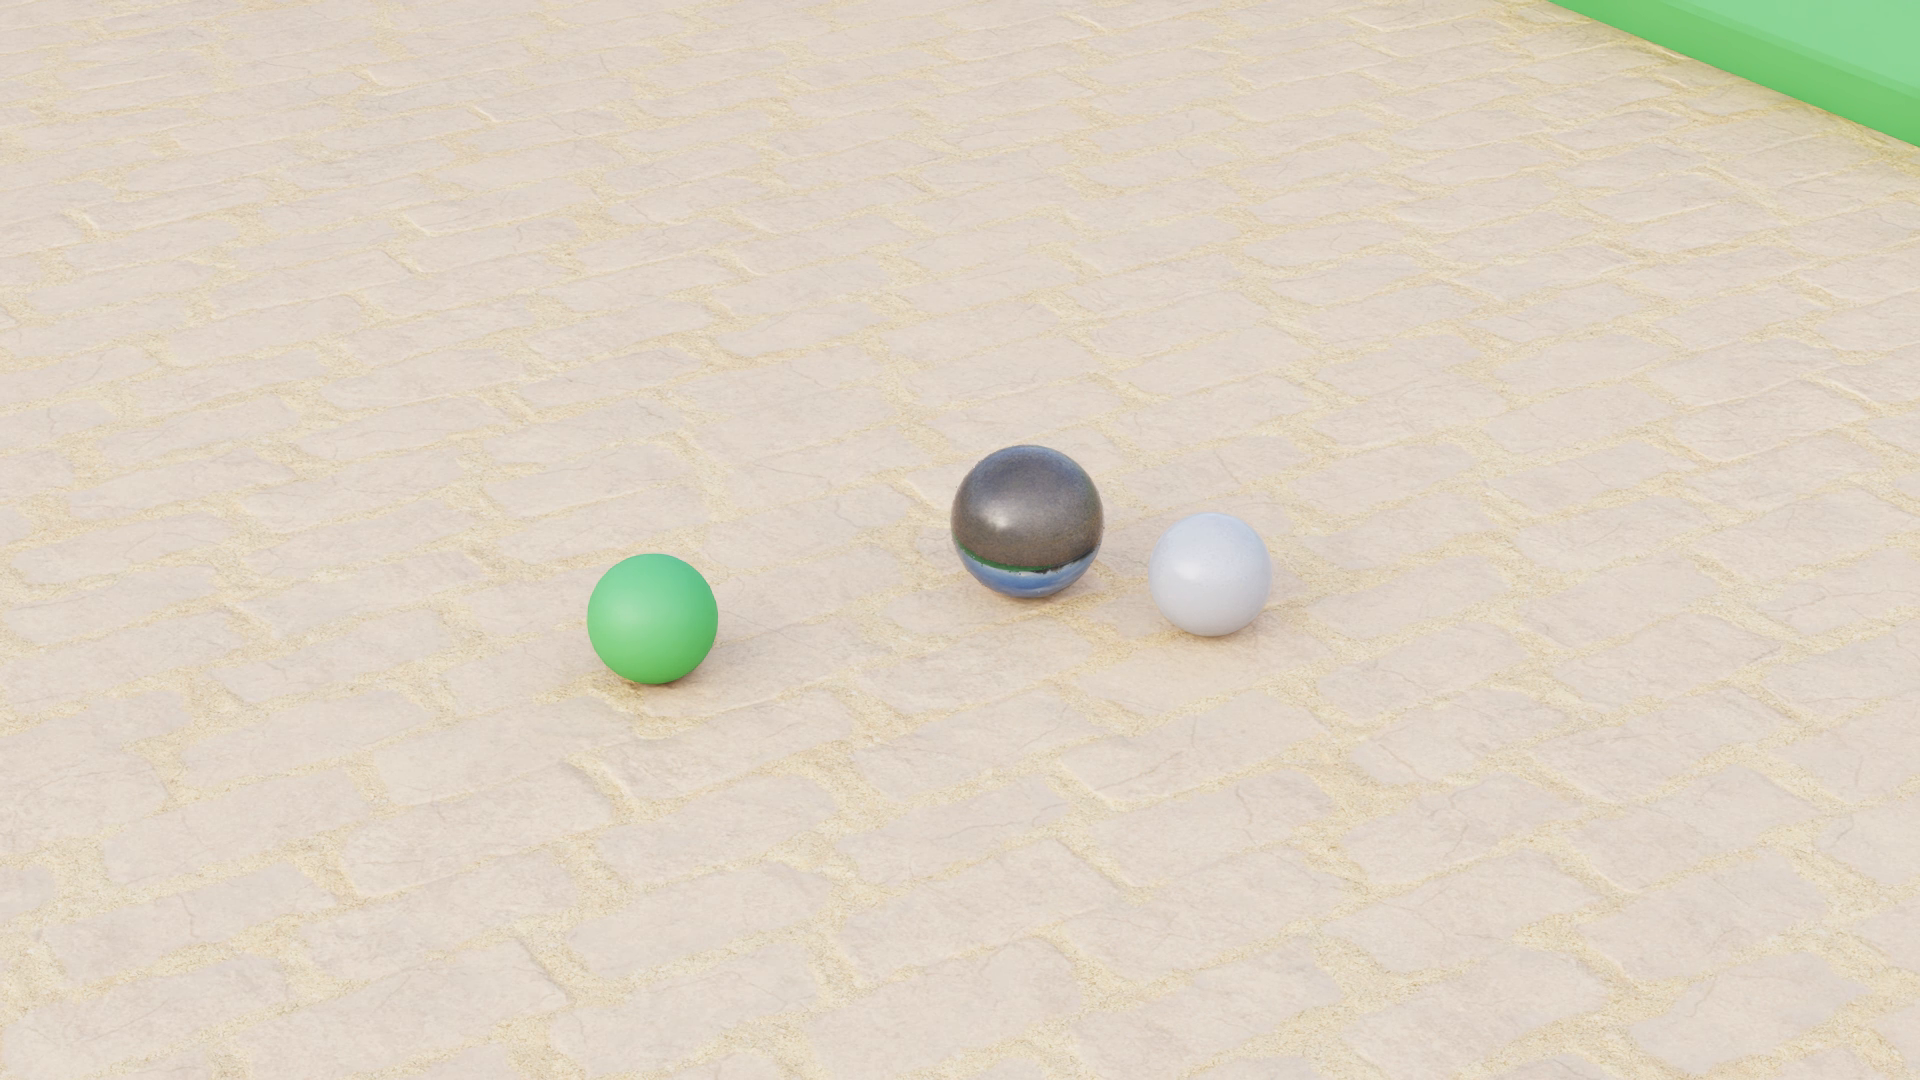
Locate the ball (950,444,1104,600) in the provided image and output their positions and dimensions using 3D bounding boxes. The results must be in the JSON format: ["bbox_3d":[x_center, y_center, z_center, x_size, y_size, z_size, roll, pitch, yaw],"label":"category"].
[{"bbox_3d":[0.043,-0.012,1.871,0.099,0.099,0.099,0,28,0],"label":"ball"}]

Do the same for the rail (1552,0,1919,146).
[{"bbox_3d":[0.380,-0.745,3.203,0.045,0.128,4.417,-16,32,-28],"label":"rail"}]

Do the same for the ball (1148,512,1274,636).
[{"bbox_3d":[0.156,0.021,1.832,0.078,0.078,0.078,0,28,0],"label":"ball"}]

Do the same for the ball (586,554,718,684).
[{"bbox_3d":[-0.186,0.048,1.781,0.079,0.079,0.079,0,28,0],"label":"ball"}]
